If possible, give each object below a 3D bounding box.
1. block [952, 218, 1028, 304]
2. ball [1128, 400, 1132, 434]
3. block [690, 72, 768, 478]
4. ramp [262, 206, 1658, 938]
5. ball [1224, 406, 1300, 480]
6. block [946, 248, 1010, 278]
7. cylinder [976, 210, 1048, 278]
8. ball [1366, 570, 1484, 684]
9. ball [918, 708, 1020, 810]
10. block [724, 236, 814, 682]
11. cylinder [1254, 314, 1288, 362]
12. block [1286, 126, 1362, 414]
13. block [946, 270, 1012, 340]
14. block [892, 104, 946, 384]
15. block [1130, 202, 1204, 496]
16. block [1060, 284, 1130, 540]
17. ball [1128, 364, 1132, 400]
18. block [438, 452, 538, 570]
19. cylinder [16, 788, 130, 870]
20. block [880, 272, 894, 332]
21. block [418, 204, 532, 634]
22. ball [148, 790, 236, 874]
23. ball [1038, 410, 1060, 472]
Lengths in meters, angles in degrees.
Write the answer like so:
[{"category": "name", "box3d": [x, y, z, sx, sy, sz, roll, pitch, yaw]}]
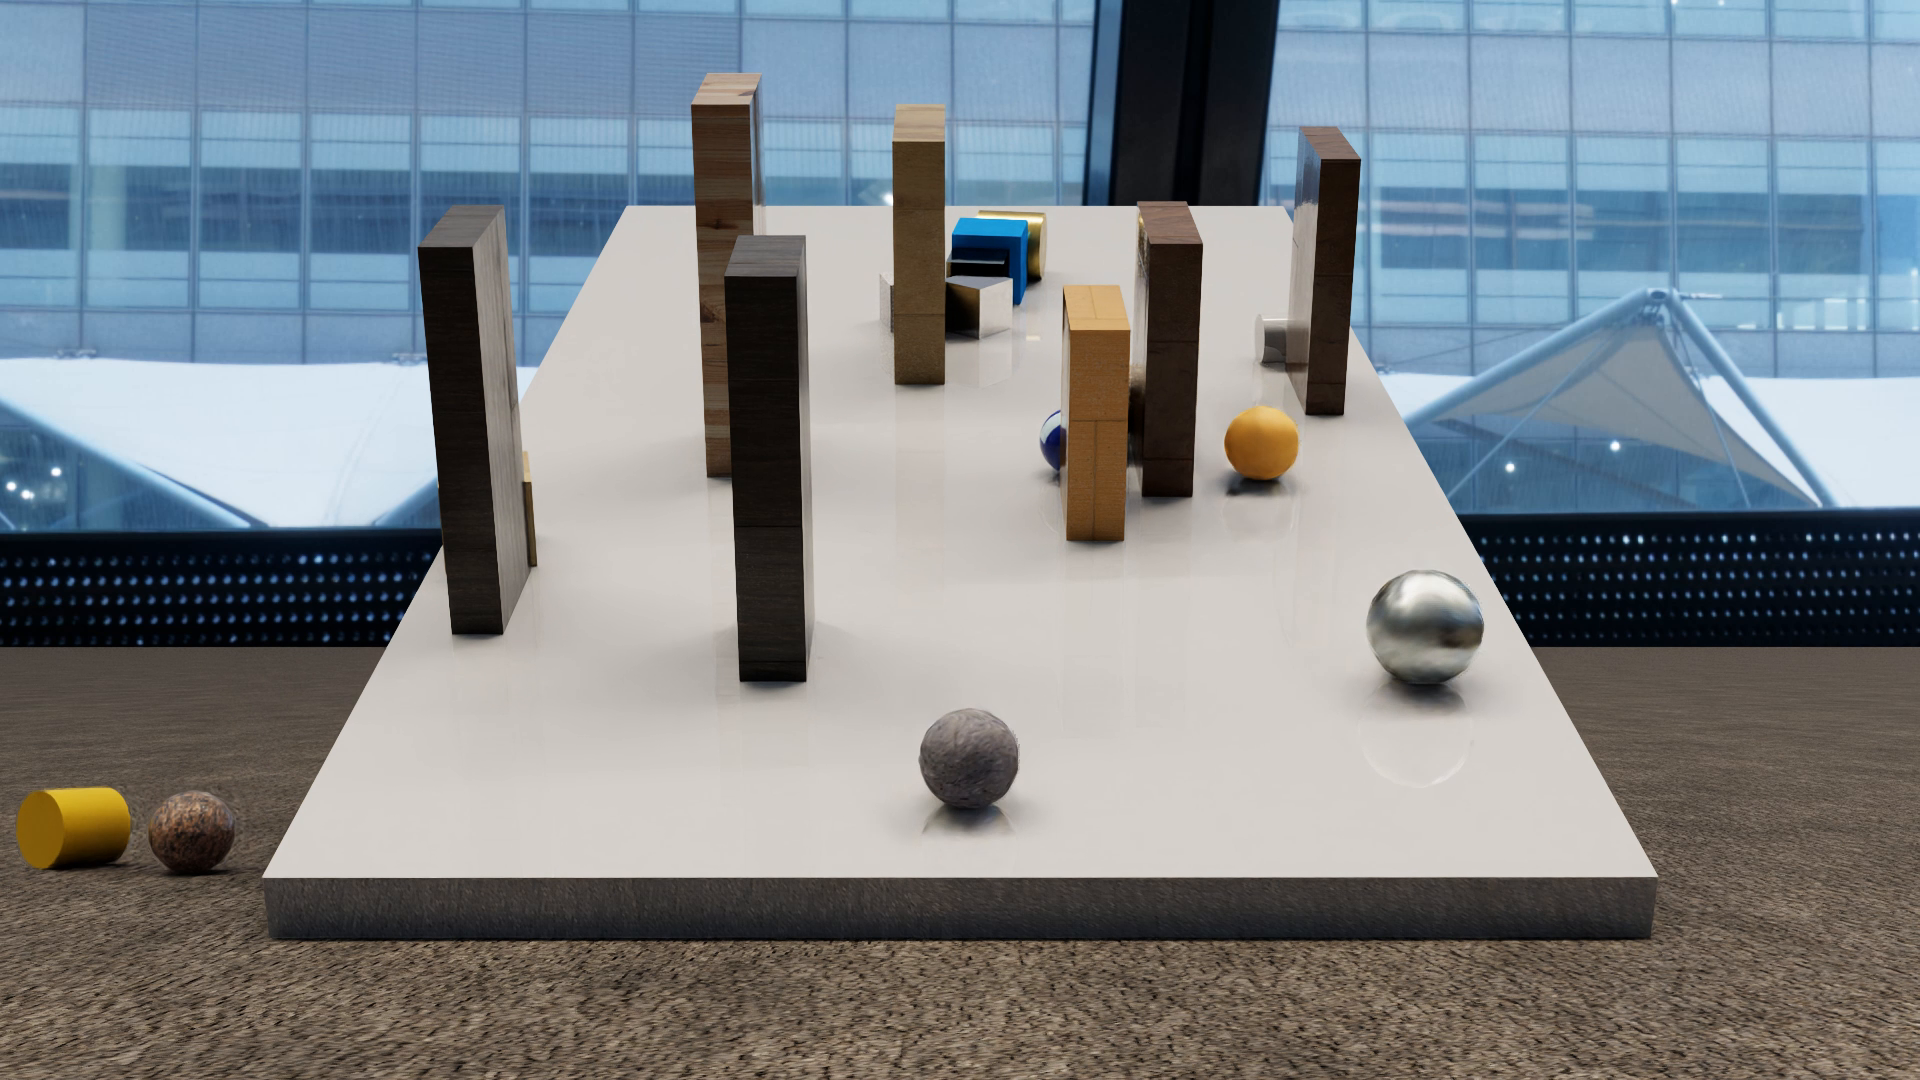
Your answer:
[{"category": "block", "box3d": [0.079, -0.738, 6.065, 0.181, 0.181, 0.181, 3, 22, 6]}, {"category": "ball", "box3d": [0.294, -0.265, 4.932, 0.154, 0.154, 0.154, 0, -3, 0]}, {"category": "block", "box3d": [-0.472, -0.555, 4.811, 0.115, 0.781, 0.330, 0, 22, 0]}, {"category": "ramp", "box3d": [-0.007, -0.221, 5.162, 2.000, 0.100, 4.000, 0, 22, 0]}, {"category": "ball", "box3d": [0.628, -0.201, 4.777, 0.155, 0.155, 0.155, 0, -3, 0]}, {"category": "block", "box3d": [0.046, -0.662, 5.921, 0.147, 0.147, 0.147, 3, 22, 6]}, {"category": "cylinder", "box3d": [0.138, -0.802, 6.228, 0.178, 0.178, 0.178, 3, -2, 8]}, {"category": "ball", "box3d": [0.782, 0.146, 3.865, 0.195, 0.195, 0.195, 0, -3, 0]}, {"category": "ball", "box3d": [0.014, 0.330, 3.465, 0.151, 0.151, 0.151, 0, -3, 0]}, {"category": "block", "box3d": [-0.316, -0.137, 3.876, 0.114, 0.707, 0.258, 0, 22, 0]}, {"category": "cylinder", "box3d": [0.779, -0.487, 5.531, 0.118, 0.118, 0.118, -2, -2, -4]}, {"category": "block", "box3d": [0.823, -0.617, 5.232, 0.087, 0.584, 0.338, 0, 22, 0]}, {"category": "block", "box3d": [0.041, -0.592, 5.773, 0.129, 0.129, 0.129, 18, 28, 37]}, {"category": "block", "box3d": [-0.095, -0.710, 5.473, 0.118, 0.574, 0.424, 0, 22, 0]}, {"category": "block", "box3d": [0.424, -0.400, 4.764, 0.104, 0.531, 0.347, 0, 22, 0]}, {"category": "block", "box3d": [0.264, -0.255, 4.545, 0.113, 0.428, 0.312, 0, 22, 0]}, {"category": "ball", "box3d": [0.351, -0.315, 5.064, 0.150, 0.150, 0.150, 0, -3, 0]}, {"category": "block", "box3d": [-0.903, -0.055, 4.385, 0.171, 0.171, 0.171, -5, 23, -11]}, {"category": "cylinder", "box3d": [-1.692, 0.549, 4.385, 0.146, 0.146, 0.146, -2, -3, 33]}, {"category": "block", "box3d": [-0.131, -0.606, 5.818, 0.122, 0.122, 0.122, -6, 23, -14]}, {"category": "block", "box3d": [-0.854, -0.214, 4.069, 0.091, 0.703, 0.292, 0, 22, 0]}, {"category": "ball", "box3d": [-1.419, 0.539, 4.243, 0.153, 0.153, 0.153, 0, -3, 0]}, {"category": "ball", "box3d": [0.236, -0.208, 4.808, 0.142, 0.142, 0.142, 0, -3, 0]}]
